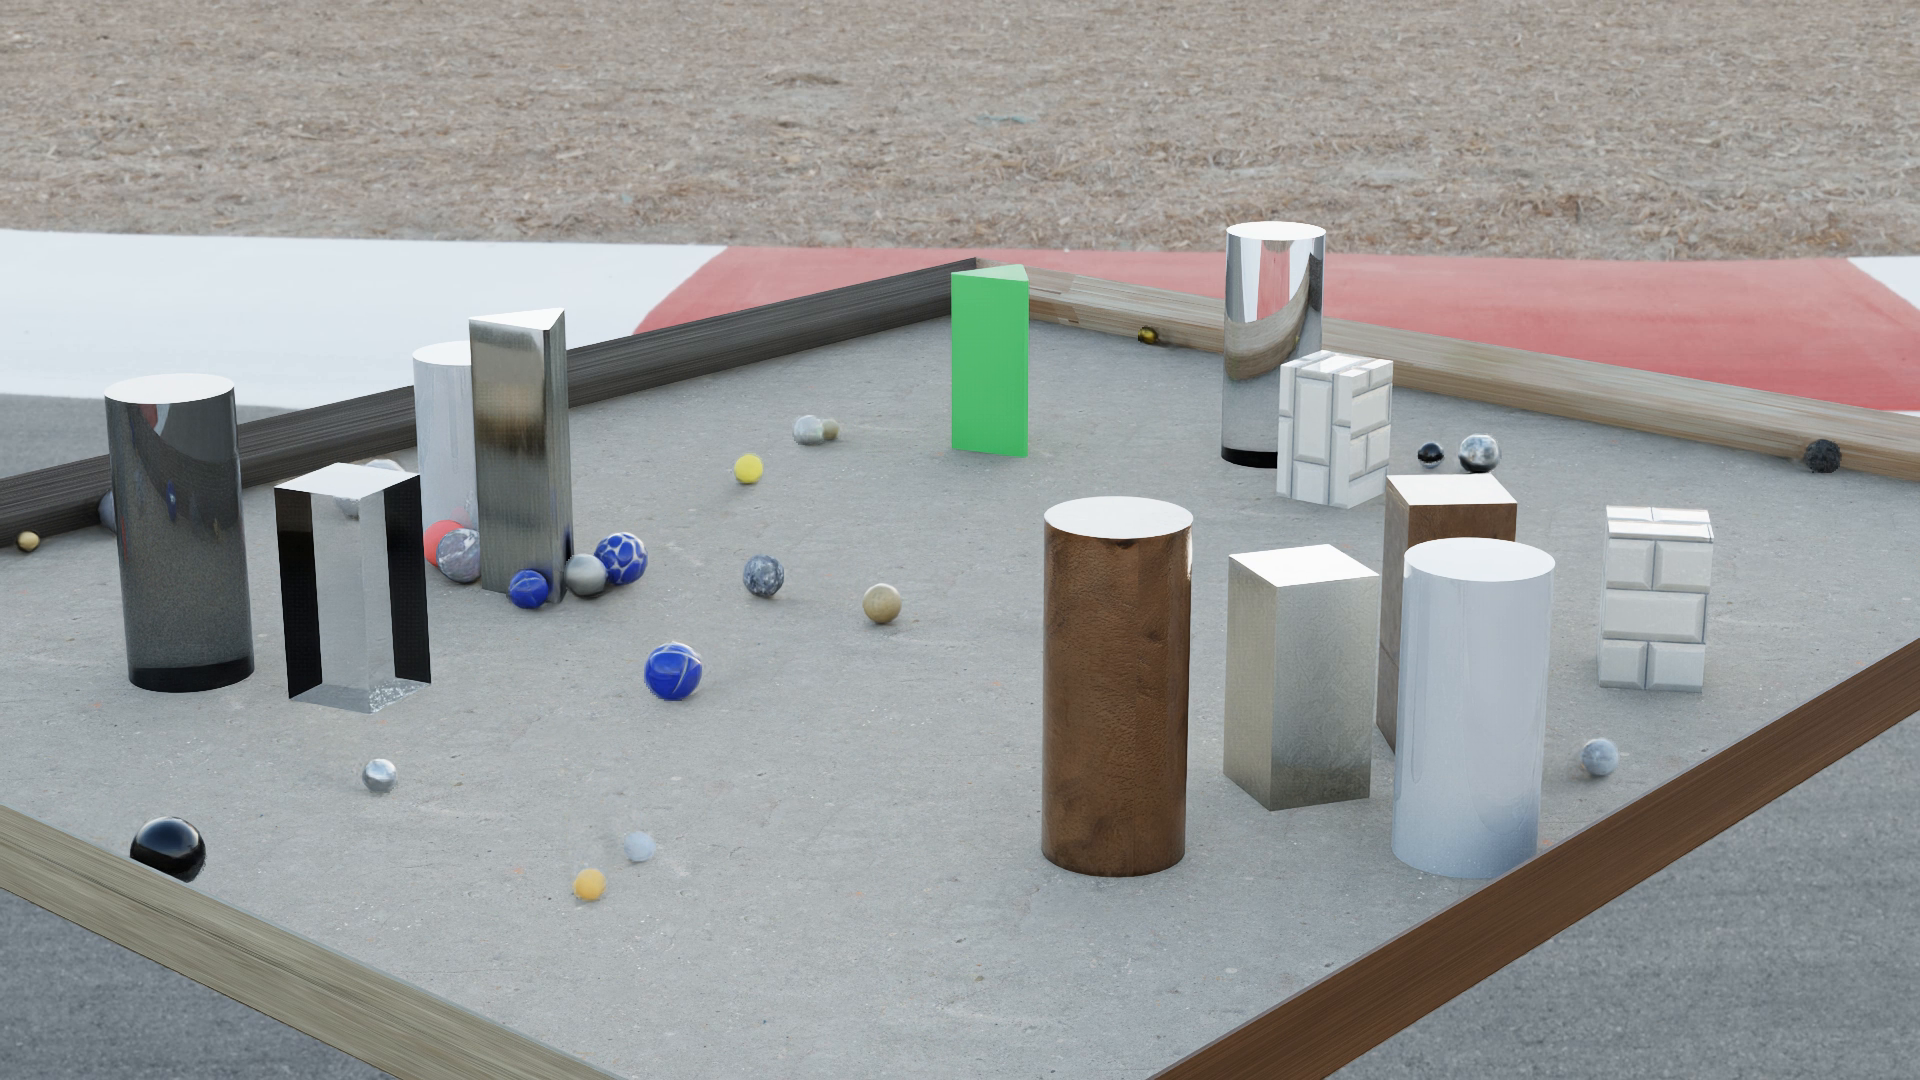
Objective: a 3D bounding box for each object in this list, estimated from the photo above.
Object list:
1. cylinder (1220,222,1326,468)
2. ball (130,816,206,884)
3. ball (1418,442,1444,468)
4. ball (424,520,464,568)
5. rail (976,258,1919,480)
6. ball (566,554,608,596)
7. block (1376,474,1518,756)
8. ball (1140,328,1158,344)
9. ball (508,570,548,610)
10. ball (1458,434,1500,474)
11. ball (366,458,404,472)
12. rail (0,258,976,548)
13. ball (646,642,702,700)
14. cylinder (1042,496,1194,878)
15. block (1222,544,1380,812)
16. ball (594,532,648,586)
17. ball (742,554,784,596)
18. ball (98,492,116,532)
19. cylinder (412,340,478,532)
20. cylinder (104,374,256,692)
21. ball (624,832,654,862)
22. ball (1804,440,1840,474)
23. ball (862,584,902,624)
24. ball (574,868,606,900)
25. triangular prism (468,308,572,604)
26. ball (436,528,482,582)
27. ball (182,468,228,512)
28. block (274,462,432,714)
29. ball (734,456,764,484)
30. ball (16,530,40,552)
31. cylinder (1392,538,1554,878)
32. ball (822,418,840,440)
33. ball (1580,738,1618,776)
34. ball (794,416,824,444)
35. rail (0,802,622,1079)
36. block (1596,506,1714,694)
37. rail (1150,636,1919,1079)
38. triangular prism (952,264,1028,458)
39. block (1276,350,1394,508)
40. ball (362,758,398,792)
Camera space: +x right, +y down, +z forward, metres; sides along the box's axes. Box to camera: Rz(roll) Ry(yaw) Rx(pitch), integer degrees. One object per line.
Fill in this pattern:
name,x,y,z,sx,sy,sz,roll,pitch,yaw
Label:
cylinder,0.635,-0.397,5.960,0.198,0.469,0.198,0,17,0
ball,-1.054,0.417,3.901,0.098,0.098,0.098,0,17,0
ball,0.953,-0.172,5.934,0.053,0.053,0.053,0,17,0
ball,-0.924,0.008,5.274,0.089,0.089,0.089,0,17,0
rail,1.170,-0.356,6.410,3.036,0.129,0.045,14,22,39
ball,-0.653,0.062,5.121,0.073,0.073,0.073,0,17,0
block,0.726,0.114,4.390,0.159,0.395,0.159,-1,17,-4
ball,0.451,-0.486,6.997,0.041,0.041,0.041,0,17,0
ball,-0.744,0.086,5.050,0.068,0.068,0.068,0,17,0
ball,1.041,-0.172,5.884,0.081,0.081,0.081,0,17,0
ball,-1.114,-0.110,5.655,0.095,0.095,0.095,0,17,0
rail,-1.128,-0.250,6.058,0.045,0.129,3.616,14,22,39
ball,-0.451,0.206,4.616,0.090,0.090,0.090,0,17,0
cylinder,0.211,0.197,3.972,0.198,0.477,0.198,0,17,0
block,0.488,0.196,4.220,0.159,0.336,0.159,-6,18,-19
ball,-0.599,0.033,5.181,0.095,0.095,0.095,0,17,0
ball,-0.344,0.063,5.118,0.073,0.073,0.073,0,17,0
ball,-1.568,-0.054,5.488,0.085,0.085,0.085,0,17,0
cylinder,-0.892,-0.165,5.368,0.198,0.365,0.198,0,17,0
cylinder,-1.242,-0.012,4.676,0.198,0.472,0.198,0,17,0
ball,-0.438,0.418,3.997,0.040,0.040,0.040,0,17,0
ball,1.733,-0.168,5.895,0.067,0.067,0.067,0,17,0
ball,-0.132,0.108,4.980,0.067,0.067,0.067,0,17,0
ball,-0.488,0.455,3.873,0.042,0.042,0.042,0,17,0
triangular prism,-0.731,-0.153,5.120,0.172,0.487,0.149,10,20,30
ball,-0.879,0.027,5.194,0.097,0.097,0.097,0,17,0
ball,-1.448,-0.095,5.625,0.084,0.084,0.084,0,17,0
block,-0.952,0.074,4.605,0.159,0.348,0.159,8,18,25
ball,-0.419,-0.140,5.818,0.057,0.057,0.057,0,17,0
ball,-1.710,0.002,5.376,0.040,0.040,0.040,0,17,0
cylinder,0.694,0.226,3.977,0.198,0.419,0.198,0,17,0
ball,-0.275,-0.232,6.150,0.043,0.043,0.043,0,17,0
ball,0.938,0.319,4.303,0.054,0.054,0.054,0,17,0
ball,-0.315,-0.229,6.107,0.061,0.061,0.061,0,17,0
rail,-1.170,0.421,3.830,3.036,0.129,0.045,14,22,39
block,1.112,0.093,4.699,0.159,0.257,0.159,3,17,10
rail,1.128,0.315,4.182,0.045,0.129,3.616,14,22,39
triangular prism,0.092,-0.376,6.066,0.172,0.368,0.149,8,19,26
block,0.731,-0.217,5.720,0.159,0.262,0.159,12,21,35
ball,-0.839,0.341,4.239,0.049,0.049,0.049,0,17,0
